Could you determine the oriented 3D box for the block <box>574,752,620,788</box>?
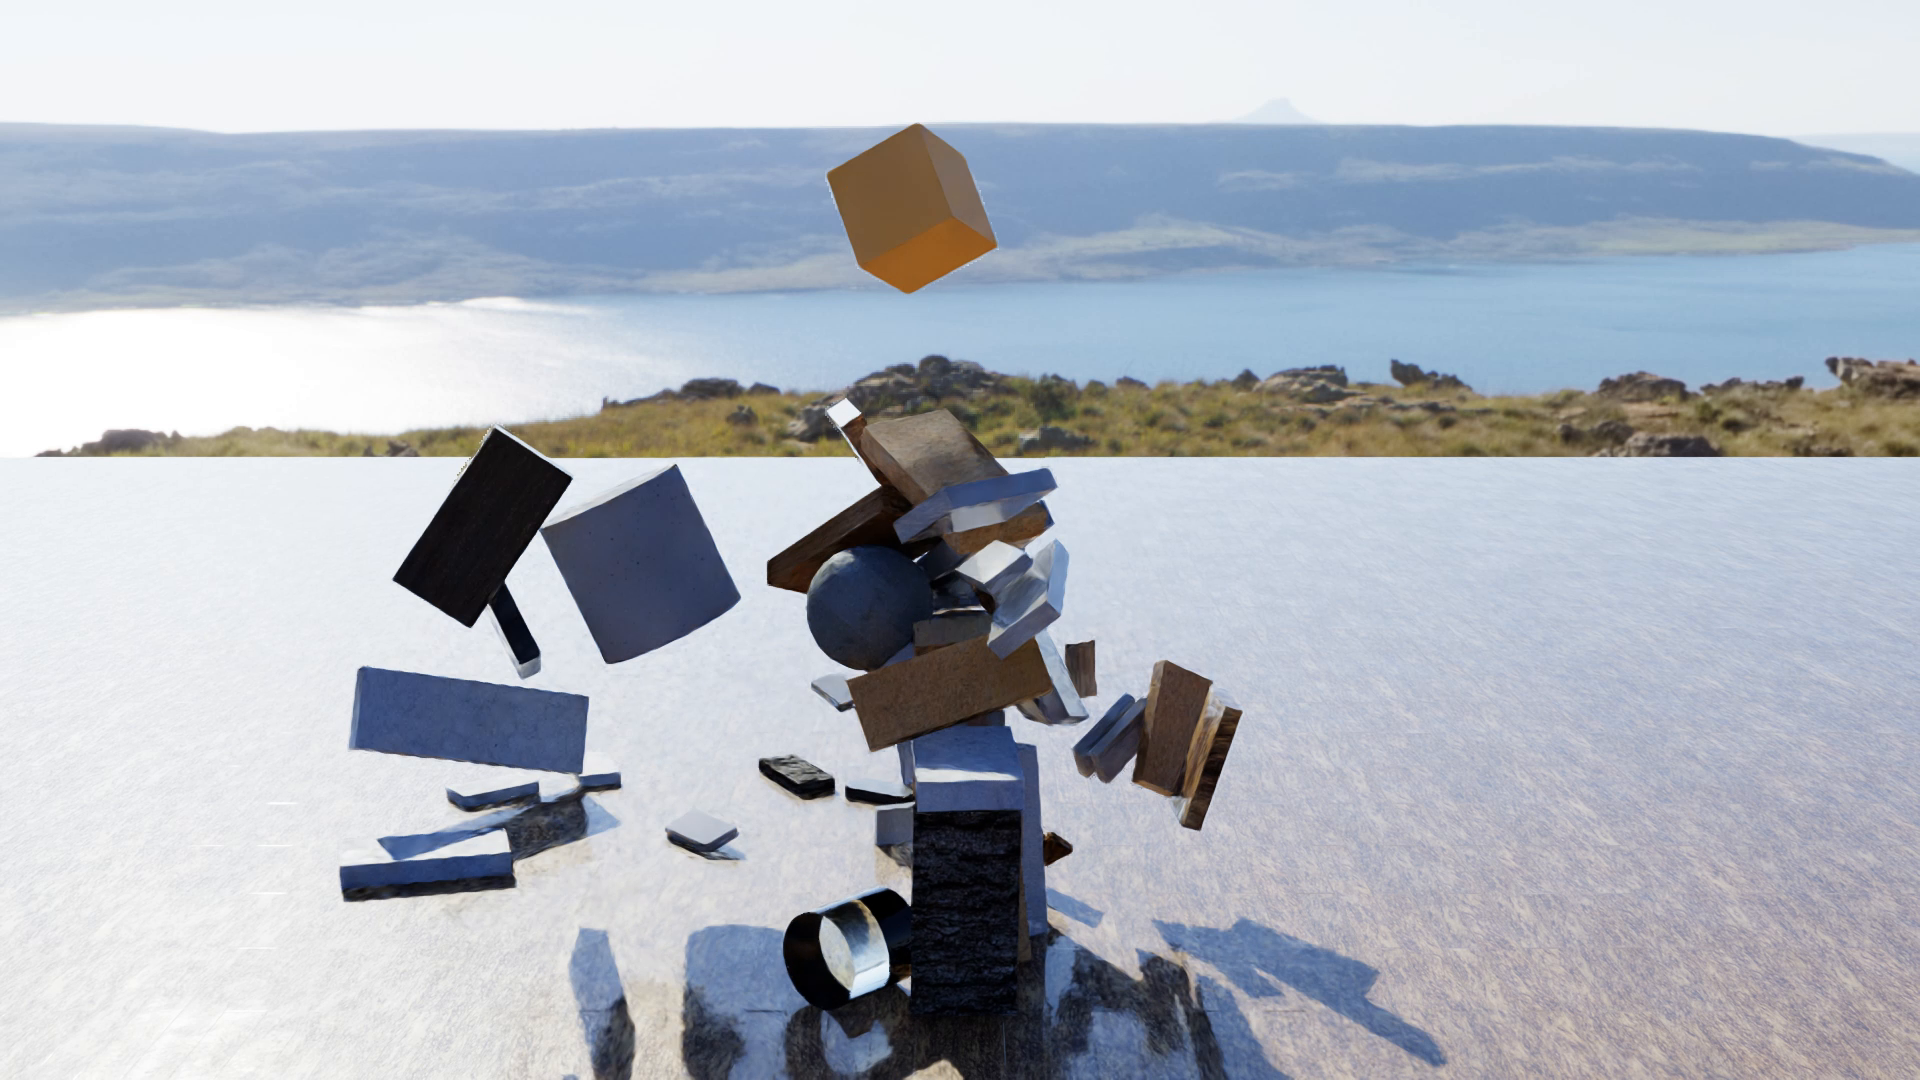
[{"bbox_3d":[-0.725,0.452,4.349,0.078,0.022,0.157,-4,11,-19],"label":"block"}]

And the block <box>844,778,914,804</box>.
[{"bbox_3d":[-0.146,0.482,4.199,0.136,0.019,0.068,6,12,31],"label":"block"}]

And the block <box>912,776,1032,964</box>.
[{"bbox_3d":[0.019,0.498,3.325,0.152,0.304,0.043,-7,2,-34],"label":"block"}]

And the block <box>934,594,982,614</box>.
[{"bbox_3d":[-0.017,0.111,3.804,0.072,0.021,0.145,1,-9,-37],"label":"block"}]

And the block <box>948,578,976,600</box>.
[{"bbox_3d":[0.014,0.076,3.657,0.048,0.014,0.095,-44,14,-12],"label":"block"}]

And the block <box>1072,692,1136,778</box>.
[{"bbox_3d":[0.253,0.337,3.794,0.021,0.072,0.145,30,62,33],"label":"block"}]

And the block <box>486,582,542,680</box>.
[{"bbox_3d":[-0.777,0.160,3.819,0.040,0.141,0.282,-27,-3,-14],"label":"block"}]

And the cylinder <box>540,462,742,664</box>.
[{"bbox_3d":[-0.569,0.041,3.916,0.268,0.268,0.268,-24,9,4],"label":"cylinder"}]

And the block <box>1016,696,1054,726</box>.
[{"bbox_3d":[0.102,0.251,3.745,0.022,0.154,0.077,-48,30,-21],"label":"block"}]

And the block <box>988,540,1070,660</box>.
[{"bbox_3d":[0.103,0.085,3.245,0.112,0.032,0.224,-38,14,19],"label":"block"}]

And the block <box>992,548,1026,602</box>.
[{"bbox_3d":[0.083,0.068,3.426,0.078,0.022,0.156,-29,-24,0],"label":"block"}]

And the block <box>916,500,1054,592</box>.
[{"bbox_3d":[0.011,0.030,3.771,0.162,0.046,0.324,-15,-13,-34],"label":"block"}]

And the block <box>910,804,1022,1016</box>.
[{"bbox_3d":[0.007,0.530,3.150,0.152,0.304,0.043,1,10,-3],"label":"block"}]

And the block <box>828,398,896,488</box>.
[{"bbox_3d":[-0.166,-0.166,3.932,0.043,0.151,0.302,-35,12,-2],"label":"block"}]

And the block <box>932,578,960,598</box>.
[{"bbox_3d":[0.001,0.079,3.813,0.095,0.014,0.048,-31,-19,33],"label":"block"}]

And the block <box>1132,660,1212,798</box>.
[{"bbox_3d":[0.363,0.327,3.758,0.107,0.218,0.030,25,-25,-26],"label":"block"}]

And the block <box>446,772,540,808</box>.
[{"bbox_3d":[-0.893,0.478,4.210,0.157,0.022,0.078,-8,13,-38],"label":"block"}]

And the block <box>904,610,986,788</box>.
[{"bbox_3d":[-0.020,0.274,3.794,0.141,0.296,0.040,-5,-18,18],"label":"block"}]

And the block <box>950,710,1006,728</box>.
[{"bbox_3d":[0.000,0.435,3.675,0.150,0.300,0.042,0,2,0],"label":"block"}]

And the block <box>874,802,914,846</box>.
[{"bbox_3d":[-0.086,0.505,3.935,0.136,0.068,0.019,-4,17,-18],"label":"block"}]

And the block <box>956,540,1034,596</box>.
[{"bbox_3d":[0.051,0.040,3.296,0.078,0.022,0.156,-37,15,-9],"label":"block"}]

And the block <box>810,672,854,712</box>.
[{"bbox_3d":[-0.216,0.273,3.952,0.058,0.016,0.115,-15,26,-28],"label":"block"}]

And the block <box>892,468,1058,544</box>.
[{"bbox_3d":[0.023,-0.049,3.047,0.224,0.032,0.112,-12,-16,-48],"label":"block"}]

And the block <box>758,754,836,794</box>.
[{"bbox_3d":[-0.321,0.459,4.314,0.078,0.022,0.189,-6,12,-28],"label":"block"}]

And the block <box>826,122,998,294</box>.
[{"bbox_3d":[-0.087,-0.605,4.036,0.198,0.198,0.198,-26,-19,19],"label":"block"}]

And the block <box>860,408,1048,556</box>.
[{"bbox_3d":[-0.013,-0.100,3.616,0.162,0.046,0.324,-14,41,-29],"label":"block"}]

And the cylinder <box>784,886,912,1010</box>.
[{"bbox_3d":[-0.157,0.598,3.229,0.145,0.145,0.145,9,14,40],"label":"cylinder"}]

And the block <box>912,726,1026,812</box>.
[{"bbox_3d":[0.009,0.334,3.241,0.152,0.043,0.304,-1,10,-2],"label":"block"}]

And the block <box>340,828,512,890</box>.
[{"bbox_3d":[-0.922,0.547,3.790,0.282,0.040,0.141,-3,11,-15],"label":"block"}]

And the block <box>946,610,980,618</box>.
[{"bbox_3d":[-0.003,0.275,3.749,0.058,0.317,0.016,2,-16,5],"label":"block"}]

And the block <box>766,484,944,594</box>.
[{"bbox_3d":[-0.167,0.011,3.763,0.162,0.046,0.355,14,-30,-34],"label":"block"}]

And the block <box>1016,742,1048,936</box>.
[{"bbox_3d":[0.061,0.479,3.437,0.150,0.300,0.042,-9,9,-41],"label":"block"}]

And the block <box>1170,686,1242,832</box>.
[{"bbox_3d":[0.401,0.356,3.595,0.030,0.213,0.107,15,12,-10],"label":"block"}]

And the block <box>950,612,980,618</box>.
[{"bbox_3d":[0.004,0.182,3.749,0.058,0.115,0.016,4,-17,20],"label":"block"}]

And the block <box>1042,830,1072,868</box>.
[{"bbox_3d":[0.137,0.527,3.703,0.101,0.050,0.014,-35,29,37],"label":"block"}]

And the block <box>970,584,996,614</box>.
[{"bbox_3d":[0.073,0.089,3.515,0.078,0.022,0.156,-26,-28,2],"label":"block"}]

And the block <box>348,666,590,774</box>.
[{"bbox_3d":[-0.927,0.346,4.180,0.445,0.151,0.043,11,-15,-30],"label":"block"}]

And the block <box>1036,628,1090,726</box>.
[{"bbox_3d":[0.141,0.208,3.670,0.030,0.213,0.107,-31,-15,16],"label":"block"}]

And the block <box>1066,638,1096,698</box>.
[{"bbox_3d":[0.211,0.225,3.833,0.050,0.101,0.014,-10,15,-25],"label":"block"}]

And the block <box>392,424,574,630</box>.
[{"bbox_3d":[-0.784,-0.022,3.616,0.151,0.302,0.043,34,3,-13],"label":"block"}]

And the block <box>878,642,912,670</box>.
[{"bbox_3d":[-0.075,0.212,3.672,0.077,0.022,0.154,-39,-21,11],"label":"block"}]

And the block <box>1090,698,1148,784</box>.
[{"bbox_3d":[0.282,0.343,3.767,0.021,0.072,0.145,22,54,40],"label":"block"}]

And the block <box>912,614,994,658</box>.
[{"bbox_3d":[0.000,0.205,3.594,0.150,0.042,0.300,-6,-25,-4],"label":"block"}]

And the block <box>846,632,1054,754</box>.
[{"bbox_3d":[-0.016,0.221,3.321,0.292,0.112,0.032,-18,-16,-5],"label":"block"}]

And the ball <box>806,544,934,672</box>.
[{"bbox_3d":[-0.151,0.113,3.677,0.214,0.214,0.214,0,11,0],"label":"ball"}]

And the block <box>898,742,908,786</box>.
[{"bbox_3d":[-0.088,0.426,4.236,0.054,0.107,0.015,-15,-19,16],"label":"block"}]

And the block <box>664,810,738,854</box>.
[{"bbox_3d":[-0.463,0.521,3.934,0.068,0.019,0.136,-29,26,-33],"label":"block"}]
